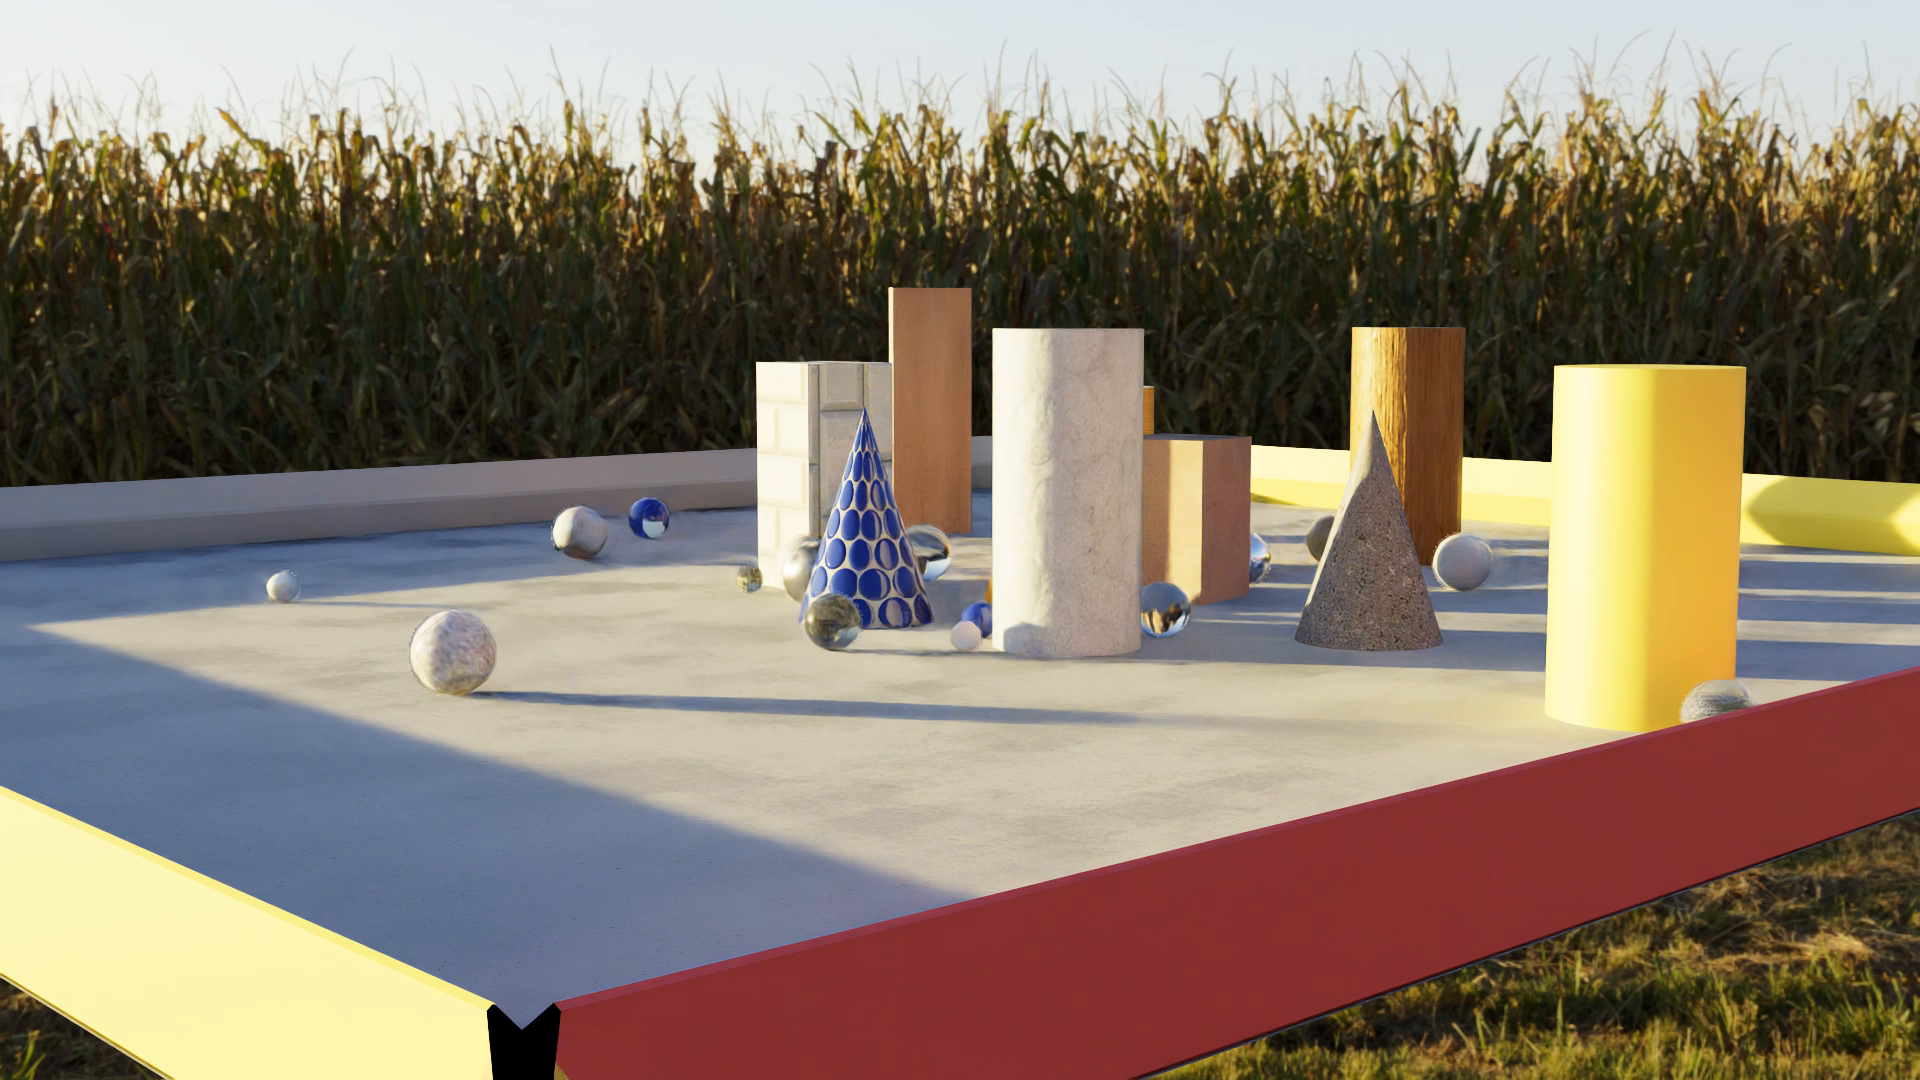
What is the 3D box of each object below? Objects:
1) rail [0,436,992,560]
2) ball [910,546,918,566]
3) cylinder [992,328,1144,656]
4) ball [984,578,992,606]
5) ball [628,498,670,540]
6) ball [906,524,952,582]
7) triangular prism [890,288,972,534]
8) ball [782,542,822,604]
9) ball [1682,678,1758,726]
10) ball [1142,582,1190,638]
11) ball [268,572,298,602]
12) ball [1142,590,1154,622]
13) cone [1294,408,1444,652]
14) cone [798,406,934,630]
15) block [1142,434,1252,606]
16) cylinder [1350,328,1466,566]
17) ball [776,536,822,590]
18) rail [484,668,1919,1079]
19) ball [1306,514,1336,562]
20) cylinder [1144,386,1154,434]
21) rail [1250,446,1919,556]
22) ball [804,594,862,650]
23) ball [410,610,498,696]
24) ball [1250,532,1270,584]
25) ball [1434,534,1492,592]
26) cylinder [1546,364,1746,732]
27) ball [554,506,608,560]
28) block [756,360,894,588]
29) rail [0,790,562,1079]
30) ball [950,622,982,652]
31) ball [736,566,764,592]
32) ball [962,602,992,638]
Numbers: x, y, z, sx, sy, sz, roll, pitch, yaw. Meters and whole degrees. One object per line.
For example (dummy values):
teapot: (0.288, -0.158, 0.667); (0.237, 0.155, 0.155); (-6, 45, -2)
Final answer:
rail: (-1.066, -0.086, 4.481); (3.488, 0.129, 0.045); (-5, 8, -42)
ball: (-0.109, 0.041, 3.474); (0.088, 0.088, 0.088); (0, 6, 0)
cylinder: (0.143, -0.069, 2.917); (0.199, 0.421, 0.199); (0, 6, 0)
ball: (0.077, 0.079, 3.124); (0.084, 0.084, 0.084); (0, 6, 0)
ball: (-0.609, -0.042, 4.306); (0.081, 0.081, 0.081); (0, 6, 0)
ball: (-0.062, 0.022, 3.615); (0.096, 0.096, 0.096); (0, 6, 0)
triangular prism: (-0.084, -0.262, 4.443); (0.172, 0.490, 0.149); (-2, 6, -21)
ball: (-0.219, 0.051, 3.315); (0.100, 0.100, 0.100); (0, 6, 0)
ball: (0.769, 0.177, 2.225); (0.075, 0.075, 0.075); (0, 6, 0)
ball: (0.275, 0.095, 2.998); (0.078, 0.078, 0.078); (0, 6, 0)
ball: (-1.039, 0.072, 3.374); (0.046, 0.046, 0.046); (0, 6, 0)
ball: (0.253, 0.095, 3.149); (0.048, 0.048, 0.048); (0, 6, 0)
cone: (0.554, -0.022, 2.969); (0.199, 0.316, 0.199); (0, 6, 0)
cone: (-0.136, -0.038, 3.165); (0.199, 0.309, 0.199); (0, 6, 0)
block: (0.345, -0.036, 3.431); (0.159, 0.249, 0.159); (4, 7, 35)
cylinder: (0.800, -0.172, 3.940); (0.199, 0.415, 0.199); (0, 6, 0)
ball: (-0.238, 0.042, 3.414); (0.098, 0.098, 0.098); (0, 6, 0)
rail: (1.066, 0.153, 2.183); (3.488, 0.129, 0.045); (-5, 8, -42)
ball: (0.652, 0.001, 3.843); (0.091, 0.091, 0.091); (0, 6, 0)
cylinder: (0.238, -0.110, 3.830); (0.199, 0.314, 0.199); (0, 6, 0)
rail: (1.264, -0.087, 4.492); (0.045, 0.129, 3.190); (-5, 8, -42)
ball: (-0.167, 0.108, 2.892); (0.075, 0.075, 0.075); (0, 6, 0)
ball: (-0.588, 0.131, 2.557); (0.099, 0.099, 0.099); (0, 6, 0)
ball: (0.453, 0.028, 3.511); (0.085, 0.085, 0.085); (0, 6, 0)
ball: (0.802, 0.035, 3.506); (0.092, 0.092, 0.092); (0, 6, 0)
cylinder: (0.749, 0.003, 2.408); (0.199, 0.384, 0.199); (0, 6, 0)
ball: (-0.681, -0.013, 3.948); (0.096, 0.096, 0.096); (0, 6, 0)
block: (-0.219, -0.107, 3.567); (0.159, 0.362, 0.159); (-4, 7, -35)
rail: (-1.264, 0.154, 2.172); (0.045, 0.129, 3.190); (-5, 8, -42)
ball: (0.008, 0.127, 2.878); (0.041, 0.041, 0.041); (0, 6, 0)
ball: (-0.333, 0.062, 3.485); (0.043, 0.043, 0.043); (0, 6, 0)
ball: (0.028, 0.109, 3.003); (0.050, 0.050, 0.050); (0, 6, 0)
